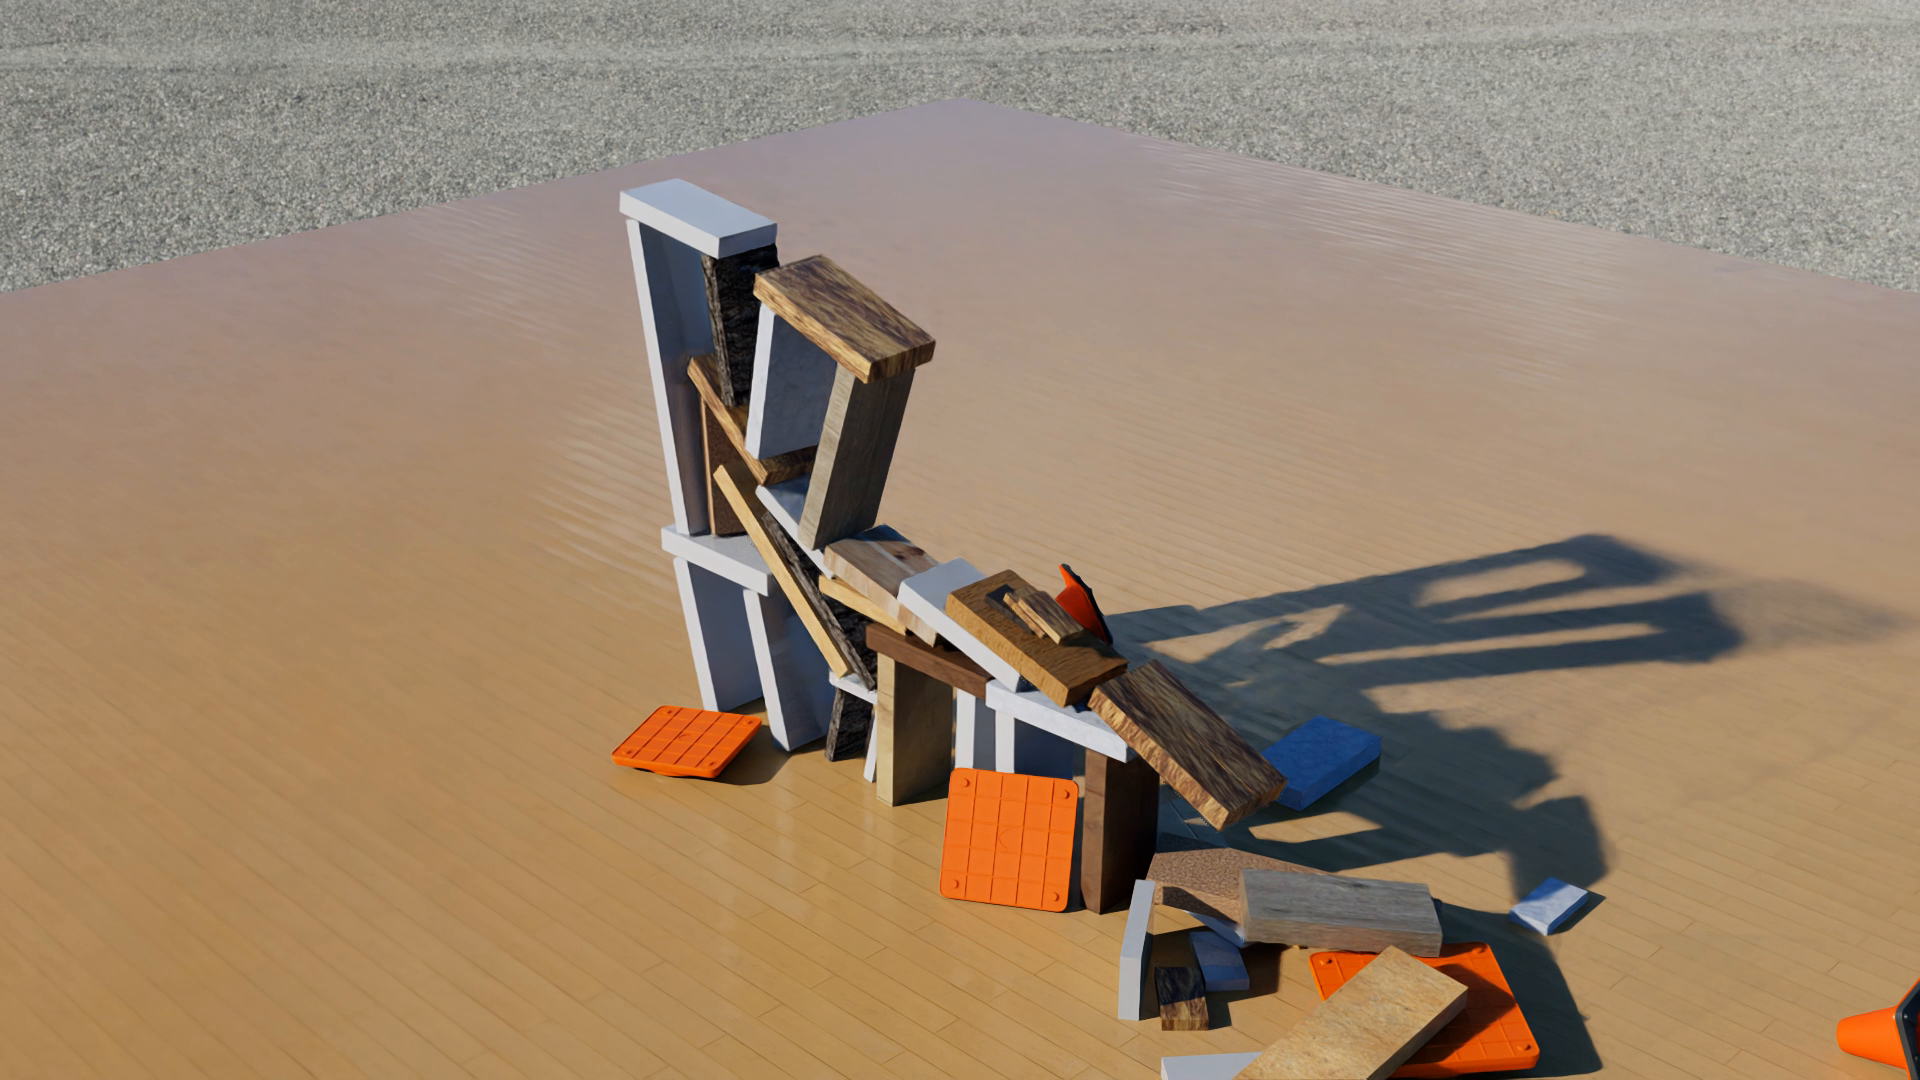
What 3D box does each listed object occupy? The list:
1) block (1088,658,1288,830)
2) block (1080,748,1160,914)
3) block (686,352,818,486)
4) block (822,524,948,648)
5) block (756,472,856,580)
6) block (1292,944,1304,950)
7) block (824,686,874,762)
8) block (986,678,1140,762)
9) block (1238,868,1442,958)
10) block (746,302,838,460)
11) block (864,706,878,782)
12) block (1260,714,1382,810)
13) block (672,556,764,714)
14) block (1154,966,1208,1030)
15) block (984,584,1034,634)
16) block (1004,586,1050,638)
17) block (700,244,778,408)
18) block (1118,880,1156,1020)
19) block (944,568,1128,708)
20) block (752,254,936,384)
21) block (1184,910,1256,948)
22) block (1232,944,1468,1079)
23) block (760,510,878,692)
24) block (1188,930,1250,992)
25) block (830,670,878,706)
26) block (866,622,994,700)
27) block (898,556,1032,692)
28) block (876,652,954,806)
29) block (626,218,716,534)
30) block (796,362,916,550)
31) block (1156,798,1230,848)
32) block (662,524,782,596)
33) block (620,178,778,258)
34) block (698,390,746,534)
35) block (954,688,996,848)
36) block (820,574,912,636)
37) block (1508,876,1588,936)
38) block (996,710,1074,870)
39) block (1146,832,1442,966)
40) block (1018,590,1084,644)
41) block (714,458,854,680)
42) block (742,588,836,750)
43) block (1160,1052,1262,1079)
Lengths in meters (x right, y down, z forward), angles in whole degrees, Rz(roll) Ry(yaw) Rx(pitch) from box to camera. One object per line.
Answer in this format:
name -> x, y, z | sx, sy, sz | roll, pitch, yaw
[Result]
block -> 0.406, 0.362, 3.941 | 0.169, 0.048, 0.338 | -21, 53, -42
block -> 0.302, 0.516, 4.113 | 0.048, 0.336, 0.168 | 21, 30, 38
block -> -0.422, -0.266, 4.609 | 0.161, 0.046, 0.321 | -18, 63, -35
block -> -0.102, 0.088, 4.376 | 0.163, 0.046, 0.327 | -22, 45, -41
block -> -0.293, -0.038, 4.536 | 0.129, 0.037, 0.258 | -22, 60, -41
block -> 0.602, 0.701, 4.079 | 0.080, 0.023, 0.159 | -15, 27, -33
block -> -0.230, 0.375, 4.639 | 0.093, 0.186, 0.026 | -21, 46, -40
block -> 0.230, 0.311, 4.105 | 0.336, 0.048, 0.168 | 19, 30, 38
block -> 0.676, 0.664, 3.927 | 0.338, 0.048, 0.169 | 5, 22, 0
block -> -0.334, -0.335, 4.444 | 0.171, 0.342, 0.048 | -17, 42, -35
block -> -0.143, 0.409, 4.558 | 0.093, 0.186, 0.026 | -21, 45, -40
block -> 0.733, 0.464, 4.610 | 0.156, 0.044, 0.312 | 19, 29, 37
block -> -0.515, 0.188, 4.863 | 0.177, 0.354, 0.050 | -21, 17, -41
block -> 0.386, 0.801, 3.844 | 0.080, 0.023, 0.159 | 0, 23, 0
block -> 0.111, 0.131, 4.151 | 0.121, 0.017, 0.060 | 34, 39, 28
block -> 0.142, 0.136, 4.122 | 0.060, 0.017, 0.121 | -15, 46, -36
block -> -0.434, -0.445, 4.531 | 0.156, 0.312, 0.044 | -19, 20, -36
block -> 0.314, 0.723, 3.894 | 0.036, 0.126, 0.253 | 4, 23, 9
block -> 0.143, 0.182, 4.145 | 0.163, 0.046, 0.327 | -21, 47, -40
block -> -0.227, -0.434, 4.279 | 0.171, 0.048, 0.342 | -24, 51, -39
block -> 0.488, 0.692, 4.041 | 0.080, 0.023, 0.159 | -12, 30, -40
block -> 0.592, 0.854, 3.571 | 0.156, 0.044, 0.589 | 26, 40, 38
block -> -0.246, 0.106, 4.544 | 0.129, 0.037, 0.430 | -22, 73, -40
block -> 0.464, 0.755, 3.952 | 0.078, 0.022, 0.157 | -2, 23, -5
block -> -0.173, 0.299, 4.544 | 0.093, 0.026, 0.186 | -21, 31, -41
block -> -0.008, 0.215, 4.328 | 0.337, 0.048, 0.168 | 21, 31, 40
block -> 0.052, 0.159, 4.230 | 0.163, 0.046, 0.328 | -22, 47, -41
block -> -0.091, 0.360, 4.479 | 0.168, 0.337, 0.048 | -21, 33, -41
block -> -0.582, -0.359, 4.705 | 0.156, 0.679, 0.044 | -20, 20, -39
block -> -0.205, -0.184, 4.372 | 0.171, 0.433, 0.048 | -22, 51, -41
block -> 0.436, 0.605, 4.278 | 0.156, 0.044, 0.312 | -6, 24, -15
block -> -0.463, 0.021, 4.737 | 0.354, 0.050, 0.177 | 21, 31, 41
block -> -0.542, -0.666, 4.539 | 0.312, 0.044, 0.156 | 29, 36, 35
block -> -0.470, -0.182, 4.734 | 0.161, 0.321, 0.046 | -8, 12, -22
block -> 0.067, 0.422, 4.333 | 0.168, 0.337, 0.048 | -21, 33, -41
block -> -0.150, 0.113, 4.443 | 0.129, 0.037, 0.258 | -21, 34, -40
block -> 1.102, 0.685, 4.118 | 0.078, 0.022, 0.157 | 19, 30, 38
block -> 0.145, 0.454, 4.261 | 0.168, 0.336, 0.048 | -21, 31, -41
block -> 0.613, 0.663, 4.052 | 0.531, 0.048, 0.169 | 13, 26, 11
block -> 0.170, 0.143, 4.093 | 0.060, 0.017, 0.121 | -16, 46, -36
block -> -0.316, 0.042, 4.598 | 0.161, 0.046, 0.512 | -22, 73, -40
block -> -0.348, 0.253, 4.710 | 0.177, 0.354, 0.050 | -21, 17, -41
block -> 0.466, 0.894, 3.607 | 0.253, 0.036, 0.126 | -2, 23, -5
